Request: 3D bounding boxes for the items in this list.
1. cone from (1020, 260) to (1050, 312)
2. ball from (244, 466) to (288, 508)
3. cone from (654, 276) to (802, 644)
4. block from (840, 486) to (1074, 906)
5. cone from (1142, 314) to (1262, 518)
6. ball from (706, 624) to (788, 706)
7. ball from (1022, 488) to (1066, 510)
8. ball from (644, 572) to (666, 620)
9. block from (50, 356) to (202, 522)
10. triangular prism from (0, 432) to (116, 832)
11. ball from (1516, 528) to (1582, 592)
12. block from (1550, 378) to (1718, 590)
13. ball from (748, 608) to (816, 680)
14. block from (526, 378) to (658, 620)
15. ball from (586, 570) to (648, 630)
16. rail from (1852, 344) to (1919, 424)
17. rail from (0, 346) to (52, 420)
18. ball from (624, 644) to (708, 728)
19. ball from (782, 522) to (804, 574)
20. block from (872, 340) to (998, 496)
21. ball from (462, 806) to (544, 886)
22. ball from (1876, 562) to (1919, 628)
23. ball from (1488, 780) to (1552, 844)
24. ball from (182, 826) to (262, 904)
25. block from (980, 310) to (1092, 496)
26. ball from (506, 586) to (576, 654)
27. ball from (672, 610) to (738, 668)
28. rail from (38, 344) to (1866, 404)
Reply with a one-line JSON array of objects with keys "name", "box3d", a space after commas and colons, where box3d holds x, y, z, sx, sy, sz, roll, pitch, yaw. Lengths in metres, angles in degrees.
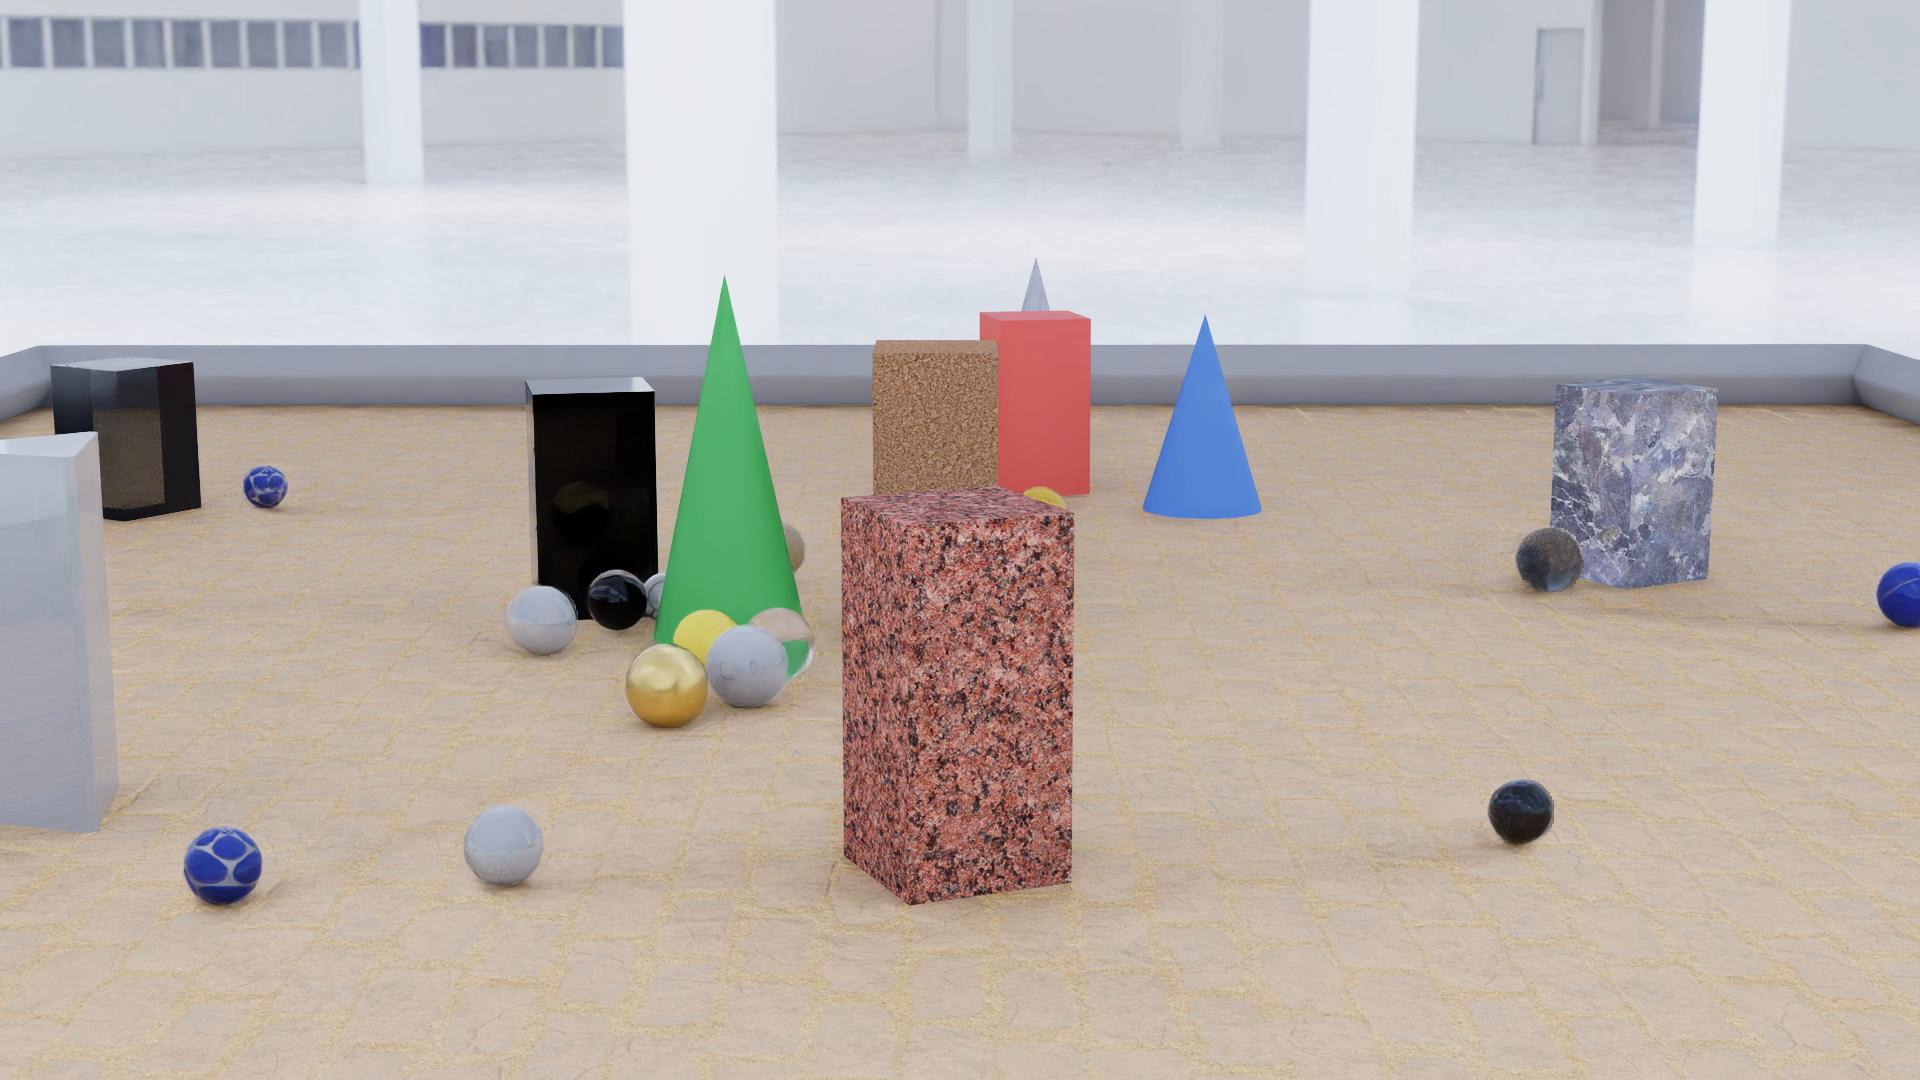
[{"name": "cone", "box3d": [0.146, -0.363, 4.945, 0.198, 0.366, 0.198, 0, 10, 0]}, {"name": "ball", "box3d": [-1.155, -0.088, 4.268, 0.071, 0.071, 0.071, 0, 10, 0]}, {"name": "cone", "box3d": [-0.297, -0.107, 3.280, 0.198, 0.468, 0.198, 0, 10, 0]}, {"name": "block", "box3d": [-0.004, 0.135, 2.325, 0.159, 0.339, 0.159, -5, 11, -23]}, {"name": "cone", "box3d": [0.403, -0.212, 4.241, 0.198, 0.325, 0.198, 0, 10, 0]}, {"name": "ball", "box3d": [-0.245, 0.144, 2.947, 0.095, 0.095, 0.095, 0, 10, 0]}, {"name": "ball", "box3d": [0.122, -0.037, 3.945, 0.088, 0.088, 0.088, 0, 10, 0]}, {"name": "ball", "box3d": [-0.391, 0.076, 3.399, 0.065, 0.065, 0.065, 0, 10, 0]}, {"name": "block", "box3d": [-1.375, -0.170, 4.233, 0.159, 0.244, 0.159, 7, 12, 32]}, {"name": "triangular prism", "box3d": [-0.890, 0.084, 2.530, 0.172, 0.365, 0.149, 4, 11, 19]}, {"name": "ball", "box3d": [0.824, 0.028, 3.593, 0.089, 0.089, 0.089, 0, 10, 0]}, {"name": "block", "box3d": [0.967, -0.085, 3.691, 0.159, 0.274, 0.159, -6, 12, -29]}, {"name": "ball", "box3d": [-0.218, 0.125, 3.068, 0.089, 0.089, 0.089, 0, 10, 0]}, {"name": "block", "box3d": [-0.498, -0.058, 3.466, 0.159, 0.304, 0.159, -2, 11, -13]}, {"name": "ball", "box3d": [-0.448, 0.078, 3.349, 0.079, 0.079, 0.079, 0, 10, 0]}, {"name": "rail", "box3d": [1.958, 0.031, 3.460, 0.045, 0.129, 4.314, 0, 10, 0]}, {"name": "rail", "box3d": [-1.958, 0.035, 3.438, 0.045, 0.129, 4.314, 0, 10, 0]}, {"name": "ball", "box3d": [-0.327, 0.162, 2.856, 0.093, 0.093, 0.093, 0, 10, 0]}, {"name": "ball", "box3d": [-0.265, 0.016, 3.666, 0.086, 0.086, 0.086, 0, 10, 0]}, {"name": "block", "box3d": [-0.031, -0.069, 3.347, 0.159, 0.369, 0.159, 0, 10, 0]}, {"name": "ball", "box3d": [-0.411, 0.274, 2.307, 0.072, 0.072, 0.072, 0, 10, 0]}, {"name": "ball", "box3d": [1.248, 0.071, 3.364, 0.087, 0.087, 0.087, 0, 10, 0]}, {"name": "ball", "box3d": [0.531, 0.257, 2.432, 0.060, 0.060, 0.060, 0, 10, 0]}, {"name": "ball", "box3d": [-0.648, 0.286, 2.257, 0.068, 0.068, 0.068, 0, 10, 0]}, {"name": "block", "box3d": [0.129, -0.239, 4.447, 0.159, 0.302, 0.159, -2, 11, -12]}, {"name": "ball", "box3d": [-0.525, 0.100, 3.210, 0.087, 0.087, 0.087, 0, 10, 0]}, {"name": "ball", "box3d": [-0.303, 0.125, 3.083, 0.084, 0.084, 0.084, 0, 10, 0]}, {"name": "rail", "box3d": [-0.012, -0.355, 5.546, 3.963, 0.129, 0.045, 0, 10, 0]}]
